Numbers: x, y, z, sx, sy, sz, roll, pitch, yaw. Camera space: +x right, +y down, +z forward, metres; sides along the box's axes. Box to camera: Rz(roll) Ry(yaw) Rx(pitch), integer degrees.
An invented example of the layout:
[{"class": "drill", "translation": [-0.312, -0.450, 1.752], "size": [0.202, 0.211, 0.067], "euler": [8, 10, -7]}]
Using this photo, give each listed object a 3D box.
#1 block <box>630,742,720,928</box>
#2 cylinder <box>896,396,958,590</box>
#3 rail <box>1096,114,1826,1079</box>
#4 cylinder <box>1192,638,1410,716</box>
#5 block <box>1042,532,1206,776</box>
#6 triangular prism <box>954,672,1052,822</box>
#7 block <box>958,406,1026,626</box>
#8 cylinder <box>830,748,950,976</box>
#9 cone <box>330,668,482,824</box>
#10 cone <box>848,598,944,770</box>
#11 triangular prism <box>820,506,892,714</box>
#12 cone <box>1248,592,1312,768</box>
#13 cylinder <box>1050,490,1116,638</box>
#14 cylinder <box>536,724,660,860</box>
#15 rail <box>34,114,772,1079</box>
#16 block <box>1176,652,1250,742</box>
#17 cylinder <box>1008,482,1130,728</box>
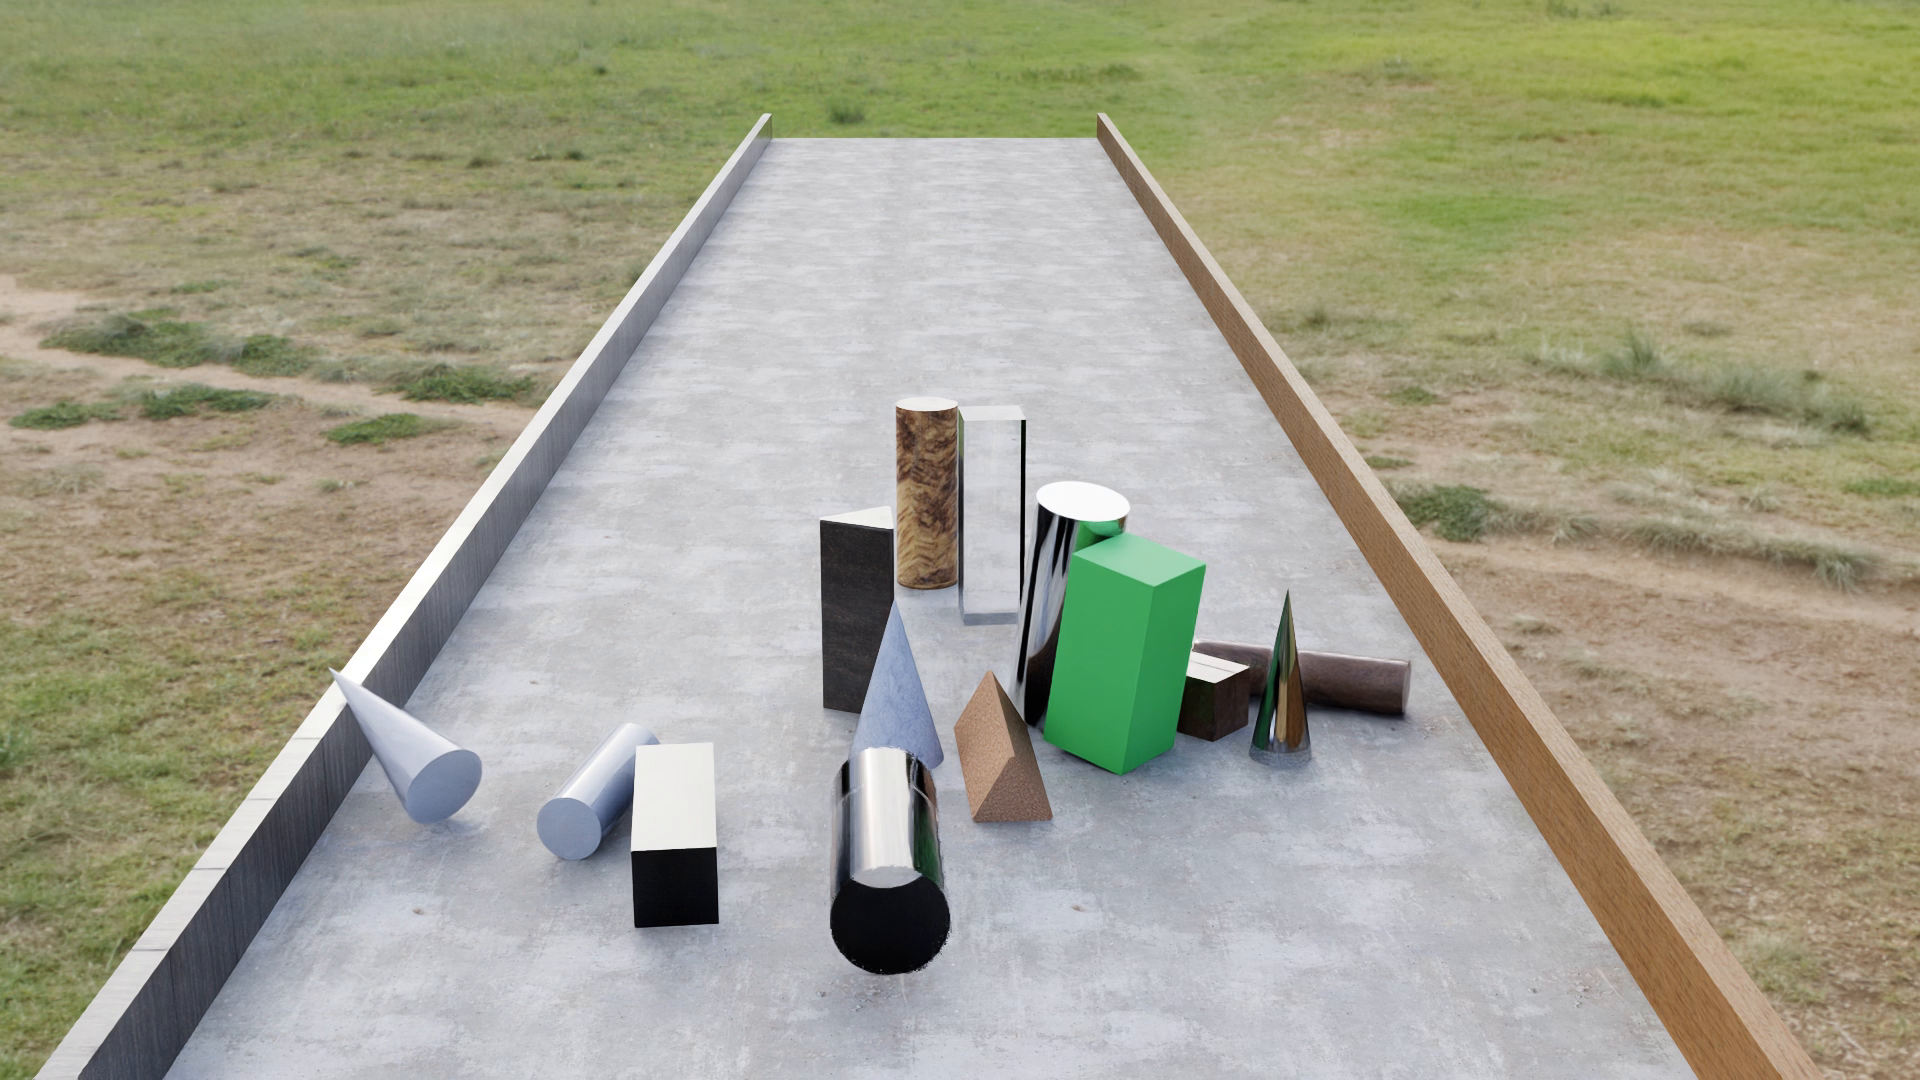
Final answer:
[{"class": "block", "translation": [-0.448, 0.458, 3.467], "size": [0.126, 0.126, 0.417], "euler": [-2, 17, -7]}, {"class": "cylinder", "translation": [-0.073, -0.103, 4.863], "size": [0.137, 0.405, 0.137], "euler": [0, 17, 0]}, {"class": "rail", "translation": [0.932, -0.844, 7.801], "size": [0.050, 0.150, 12.000], "euler": [0, 17, -1]}, {"class": "cylinder", "translation": [0.646, 0.258, 4.182], "size": [0.404, 0.101, 0.101], "euler": [6, 18, 19]}, {"class": "block", "translation": [0.289, 0.199, 3.883], "size": [0.171, 0.363, 0.171], "euler": [22, 26, 32]}, {"class": "triangular prism", "translation": [0.071, 0.351, 3.834], "size": [0.132, 0.114, 0.416], "euler": [-2, 17, -4]}, {"class": "block", "translation": [0.066, -0.051, 4.623], "size": [0.127, 0.443, 0.127], "euler": [-2, 17, -5]}, {"class": "cylinder", "translation": [-0.111, 0.476, 3.326], "size": [0.171, 0.171, 0.443], "euler": [-1, 17, -3]}, {"class": "cone", "translation": [-0.972, 0.313, 3.716], "size": [0.147, 0.147, 0.370], "euler": [-16, 42, -43]}, {"class": "cone", "translation": [-0.114, 0.243, 3.879], "size": [0.171, 0.301, 0.171], "euler": [0, 17, 0]}, {"class": "triangular prism", "translation": [-0.163, 0.131, 4.137], "size": [0.151, 0.371, 0.131], "euler": [8, 18, 25]}, {"class": "cone", "translation": [0.573, 0.233, 3.888], "size": [0.113, 0.317, 0.113], "euler": [0, 17, 0]}, {"class": "cylinder", "translation": [0.247, 0.072, 4.417], "size": [0.130, 0.324, 0.130], "euler": [0, 17, 0]}, {"class": "cylinder", "translation": [-0.594, 0.413, 3.649], "size": [0.108, 0.108, 0.325], "euler": [3, 17, 9]}, {"class": "rail", "translation": [-1.118, -0.838, 7.780], "size": [0.050, 0.150, 12.000], "euler": [0, 17, -1]}, {"class": "block", "translation": [0.352, 0.265, 4.136], "size": [0.381, 0.114, 0.114], "euler": [14, 21, 39]}, {"class": "cylinder", "translation": [0.196, 0.122, 4.026], "size": [0.168, 0.427, 0.168], "euler": [6, 25, -3]}]
